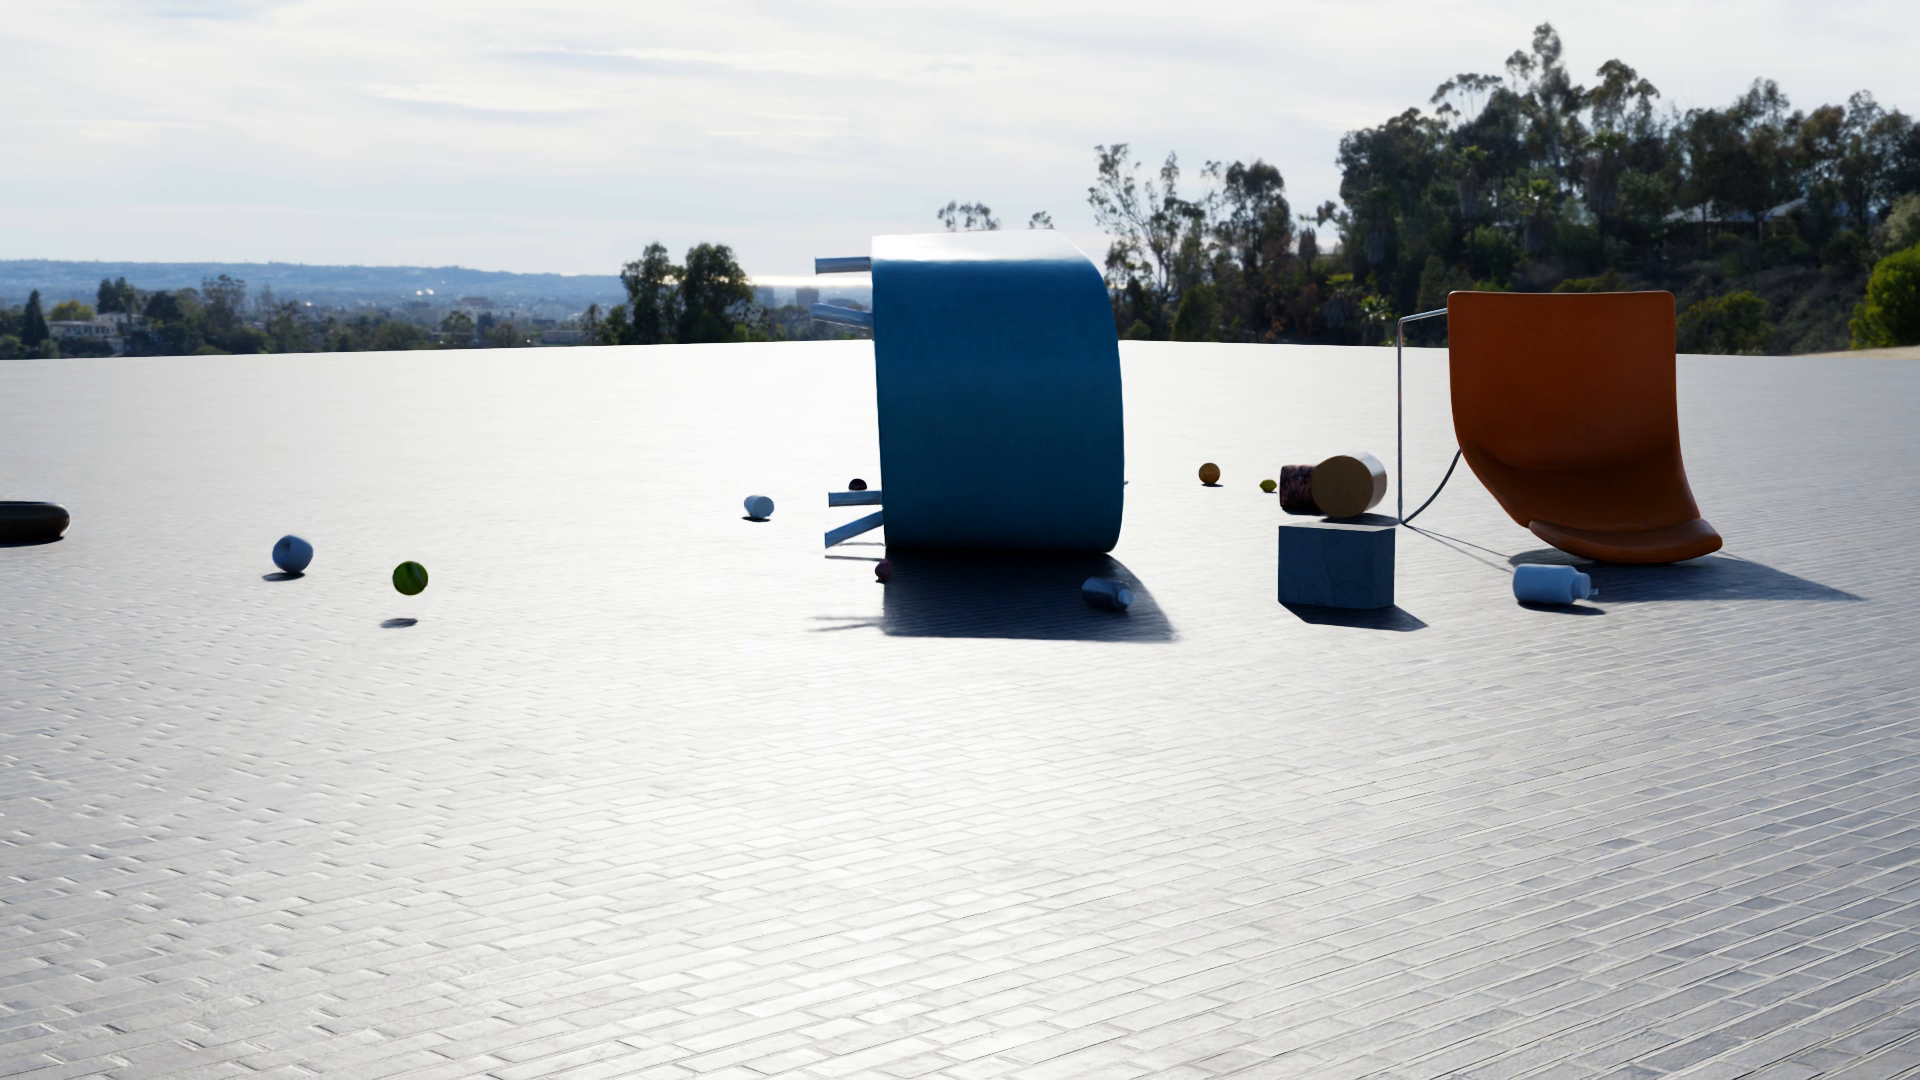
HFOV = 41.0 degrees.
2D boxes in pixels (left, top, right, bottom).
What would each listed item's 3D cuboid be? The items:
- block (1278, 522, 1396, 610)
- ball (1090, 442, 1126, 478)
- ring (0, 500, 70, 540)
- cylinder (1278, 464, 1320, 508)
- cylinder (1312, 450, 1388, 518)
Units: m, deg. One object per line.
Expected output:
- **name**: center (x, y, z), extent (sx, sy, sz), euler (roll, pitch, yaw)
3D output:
- **block**: center (0.758, 0.050, 5.171), extent (0.211, 0.155, 0.100), euler (4, 7, 35)
- **ball**: center (0.482, -0.258, 8.350), extent (0.116, 0.116, 0.116), euler (0, 6, 0)
- **ring**: center (-2.379, -0.050, 6.468), extent (0.265, 0.089, 0.198), euler (1, 5, -4)
- **cylinder**: center (0.997, -0.152, 7.289), extent (0.164, 0.120, 0.131), euler (2, 41, 15)
- **cylinder**: center (1.074, -0.155, 7.072), extent (0.172, 0.173, 0.198), euler (26, 14, 16)
